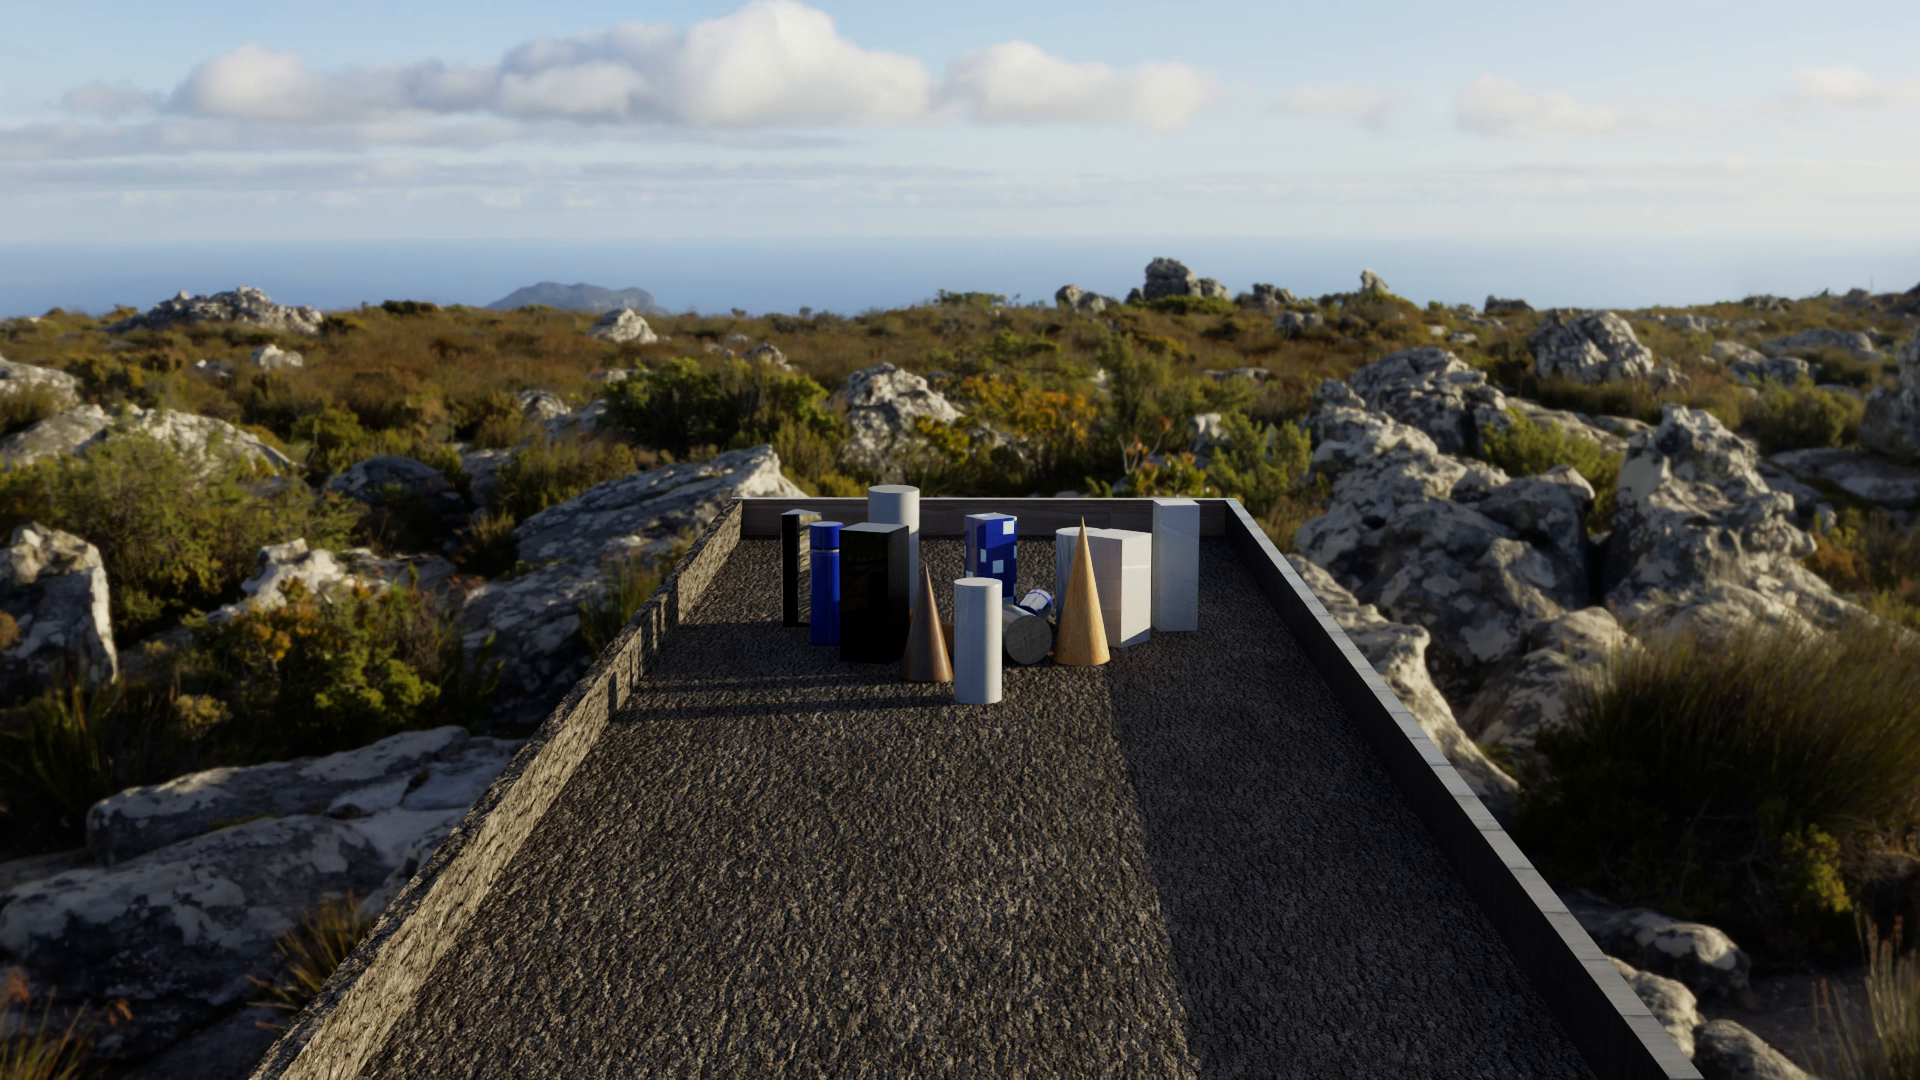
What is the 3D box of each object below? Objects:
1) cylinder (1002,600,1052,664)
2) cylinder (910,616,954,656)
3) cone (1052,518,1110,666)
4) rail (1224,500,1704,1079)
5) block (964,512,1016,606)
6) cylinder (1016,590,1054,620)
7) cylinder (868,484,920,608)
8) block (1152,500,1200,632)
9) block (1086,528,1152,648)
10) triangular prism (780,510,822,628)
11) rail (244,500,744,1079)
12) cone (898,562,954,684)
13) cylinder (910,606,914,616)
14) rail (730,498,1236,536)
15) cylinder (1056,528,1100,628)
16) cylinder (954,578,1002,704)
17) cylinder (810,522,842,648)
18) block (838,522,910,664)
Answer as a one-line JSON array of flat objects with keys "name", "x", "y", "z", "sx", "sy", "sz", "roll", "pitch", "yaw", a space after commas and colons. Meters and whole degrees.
[{"name": "cylinder", "x": 0.144, "y": 0.273, "z": 6.805, "sx": 0.150, "sy": 0.150, "sz": 0.377, "roll": -3, "pitch": 10, "yaw": -20}, {"name": "cylinder", "x": -0.190, "y": 0.286, "z": 6.881, "sx": 0.446, "sy": 0.101, "sz": 0.101, "roll": 7, "pitch": 11, "yaw": 36}, {"name": "cone", "x": 0.370, "y": 0.146, "z": 6.677, "sx": 0.176, "sy": 0.442, "sz": 0.176, "roll": 0, "pitch": 9, "yaw": 0}, {"name": "rail", "x": 1.046, "y": 0.843, "z": 3.208, "sx": 0.050, "sy": 0.150, "sz": 12.000, "roll": 0, "pitch": 9, "yaw": 1}, {"name": "block", "x": 0.100, "y": 0.102, "z": 7.209, "sx": 0.122, "sy": 0.363, "sz": 0.122, "roll": -6, "pitch": 11, "yaw": -34}, {"name": "cylinder", "x": 0.229, "y": 0.239, "z": 7.165, "sx": 0.106, "sy": 0.106, "sz": 0.303, "roll": 2, "pitch": 9, "yaw": 11}, {"name": "cylinder", "x": -0.218, "y": 0.056, "z": 7.196, "sx": 0.166, "sy": 0.453, "sz": 0.166, "roll": 1, "pitch": 11, "yaw": 0}, {"name": "block", "x": 0.702, "y": 0.082, "z": 7.173, "sx": 0.126, "sy": 0.413, "sz": 0.126, "roll": -1, "pitch": 9, "yaw": -7}, {"name": "block", "x": 0.493, "y": 0.151, "z": 6.962, "sx": 0.159, "sy": 0.343, "sz": 0.159, "roll": 7, "pitch": 12, "yaw": 39}, {"name": "triangular prism", "x": -0.529, "y": 0.091, "z": 7.244, "sx": 0.135, "sy": 0.374, "sz": 0.117, "roll": -2, "pitch": 9, "yaw": -12}, {"name": "rail", "x": -1.004, "y": 0.839, "z": 3.234, "sx": 0.050, "sy": 0.150, "sz": 12.000, "roll": 0, "pitch": 9, "yaw": 1}, {"name": "cone", "x": -0.101, "y": 0.231, "z": 6.438, "sx": 0.165, "sy": 0.348, "sz": 0.165, "roll": 0, "pitch": 9, "yaw": 0}, {"name": "cylinder", "x": -0.271, "y": 0.252, "z": 7.086, "sx": 0.351, "sy": 0.105, "sz": 0.105, "roll": 7, "pitch": 11, "yaw": 37}, {"name": "rail", "x": 0.099, "y": -0.098, "z": 9.147, "sx": 2.100, "sy": 0.150, "sz": 0.050, "roll": 0, "pitch": 9, "yaw": 1}, {"name": "cylinder", "x": 0.393, "y": 0.128, "z": 7.179, "sx": 0.160, "sy": 0.316, "sz": 0.160, "roll": -1, "pitch": 11, "yaw": 0}, {"name": "cylinder", "x": 0.050, "y": 0.282, "z": 6.164, "sx": 0.134, "sy": 0.334, "sz": 0.134, "roll": 0, "pitch": 9, "yaw": 0}, {"name": "cylinder", "x": -0.418, "y": 0.139, "z": 6.902, "sx": 0.105, "sy": 0.384, "sz": 0.105, "roll": 0, "pitch": 9, "yaw": 0}, {"name": "block", "x": -0.260, "y": 0.161, "z": 6.705, "sx": 0.161, "sy": 0.403, "sz": 0.161, "roll": 4, "pitch": 10, "yaw": 22}]
